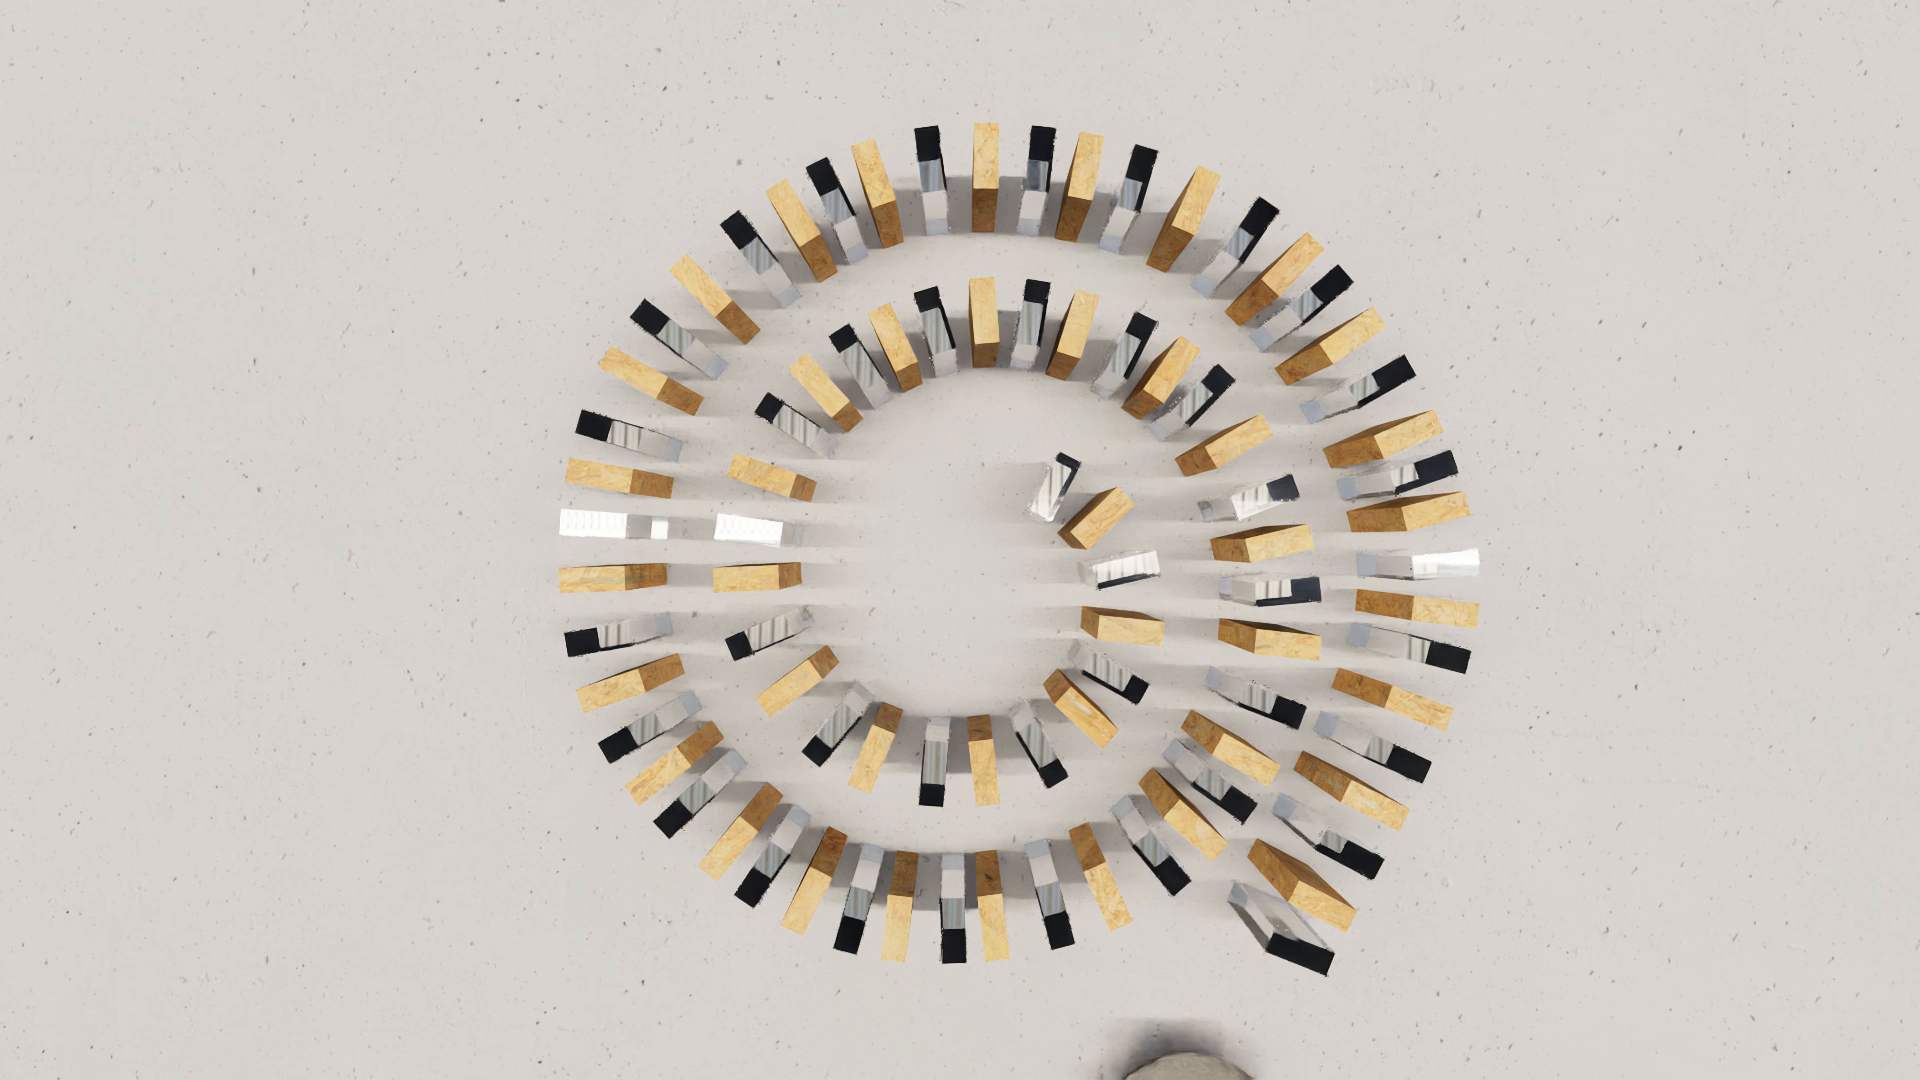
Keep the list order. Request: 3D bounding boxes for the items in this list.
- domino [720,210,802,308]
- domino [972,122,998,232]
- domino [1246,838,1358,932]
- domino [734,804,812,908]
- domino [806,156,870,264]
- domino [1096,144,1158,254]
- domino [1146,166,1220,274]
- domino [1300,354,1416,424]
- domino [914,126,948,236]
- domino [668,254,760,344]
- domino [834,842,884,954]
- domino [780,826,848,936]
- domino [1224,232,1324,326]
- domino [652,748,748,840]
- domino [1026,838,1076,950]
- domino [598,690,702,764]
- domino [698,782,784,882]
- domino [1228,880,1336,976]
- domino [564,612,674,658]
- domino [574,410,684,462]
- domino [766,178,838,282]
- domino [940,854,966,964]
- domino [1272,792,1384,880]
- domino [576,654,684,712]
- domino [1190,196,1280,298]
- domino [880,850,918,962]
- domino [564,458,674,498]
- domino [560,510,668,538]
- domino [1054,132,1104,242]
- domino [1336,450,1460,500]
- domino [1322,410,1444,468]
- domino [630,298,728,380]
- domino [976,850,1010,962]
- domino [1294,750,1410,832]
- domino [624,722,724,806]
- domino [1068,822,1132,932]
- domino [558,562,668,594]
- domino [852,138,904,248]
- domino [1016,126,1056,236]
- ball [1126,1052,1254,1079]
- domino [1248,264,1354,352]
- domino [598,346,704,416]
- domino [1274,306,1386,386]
[{"bbox_3d":[-0.081,-0.114,0.375,0.010,0.050,0.025,-38,90,0],"label":"domino"},{"bbox_3d":[0.010,-0.147,0.375,0.009,0.050,0.025,0,90,0],"label":"domino"},{"bbox_3d":[0.139,0.140,0.375,0.025,0.050,0.010,28,90,0],"label":"domino"},{"bbox_3d":[-0.076,0.128,0.375,0.009,0.050,0.025,35,90,0],"label":"domino"},{"bbox_3d":[-0.049,-0.133,0.375,0.010,0.050,0.025,-27,90,0],"label":"domino"},{"bbox_3d":[0.068,-0.138,0.375,0.010,0.050,0.025,17,90,0],"label":"domino"},{"bbox_3d":[0.090,-0.130,0.375,0.009,0.050,0.025,24,90,0],"label":"domino"},{"bbox_3d":[0.161,-0.061,0.375,0.025,0.050,0.010,-30,90,0],"label":"domino"},{"bbox_3d":[-0.011,-0.146,0.375,0.009,0.050,0.025,-8,90,0],"label":"domino"},{"bbox_3d":[-0.099,-0.097,0.375,0.009,0.050,0.025,-45,90,0],"label":"domino"},{"bbox_3d":[-0.041,0.145,0.375,0.009,0.050,0.025,16,90,0],"label":"domino"},{"bbox_3d":[-0.059,0.138,0.375,0.010,0.050,0.025,27,90,0],"label":"domino"},{"bbox_3d":[0.127,-0.105,0.375,0.009,0.050,0.025,44,90,0],"label":"domino"},{"bbox_3d":[-0.105,0.102,0.375,0.025,0.050,0.010,-43,90,0],"label":"domino"},{"bbox_3d":[0.036,0.144,0.375,0.010,0.050,0.025,-15,90,0],"label":"domino"},{"bbox_3d":[-0.125,0.075,0.375,0.025,0.050,0.010,-30,90,0],"label":"domino"},{"bbox_3d":[-0.089,0.118,0.375,0.010,0.050,0.025,40,90,0],"label":"domino"},{"bbox_3d":[0.130,0.158,0.375,0.025,0.050,0.009,22,90,0],"label":"domino"},{"bbox_3d":[-0.138,0.038,0.375,0.025,0.050,0.010,-10,90,0],"label":"domino"},{"bbox_3d":[-0.134,-0.042,0.375,0.025,0.050,0.009,16,90,0],"label":"domino"},{"bbox_3d":[-0.064,-0.125,0.375,0.009,0.050,0.025,-32,90,0],"label":"domino"},{"bbox_3d":[-0.003,0.149,0.375,0.009,0.050,0.025,-2,90,0],"label":"domino"},{"bbox_3d":[0.149,0.120,0.375,0.025,0.050,0.010,28,90,0],"label":"domino"},{"bbox_3d":[-0.133,0.058,0.375,0.025,0.050,0.010,-19,90,0],"label":"domino"},{"bbox_3d":[0.111,-0.118,0.375,0.009,0.050,0.025,34,90,0],"label":"domino"},{"bbox_3d":[-0.024,0.148,0.375,0.009,0.050,0.025,7,90,0],"label":"domino"},{"bbox_3d":[-0.138,-0.025,0.375,0.025,0.050,0.010,10,90,0],"label":"domino"},{"bbox_3d":[-0.140,-0.006,0.375,0.025,0.050,0.010,4,90,0],"label":"domino"},{"bbox_3d":[0.048,-0.143,0.375,0.009,0.050,0.025,11,90,0],"label":"domino"},{"bbox_3d":[0.177,-0.026,0.375,0.025,0.050,0.009,-19,90,0],"label":"domino"},{"bbox_3d":[0.172,-0.041,0.375,0.025,0.050,0.010,-24,90,0],"label":"domino"},{"bbox_3d":[-0.114,-0.081,0.375,0.025,0.050,0.010,38,90,0],"label":"domino"},{"bbox_3d":[0.013,0.148,0.375,0.009,0.050,0.025,-7,90,0],"label":"domino"},{"bbox_3d":[0.159,0.102,0.375,0.025,0.050,0.009,27,90,0],"label":"domino"},{"bbox_3d":[-0.115,0.090,0.375,0.025,0.050,0.009,-37,90,0],"label":"domino"},{"bbox_3d":[0.057,0.136,0.375,0.009,0.050,0.025,-24,90,0],"label":"domino"},{"bbox_3d":[-0.141,0.015,0.375,0.025,0.050,0.009,-2,90,0],"label":"domino"},{"bbox_3d":[-0.033,-0.140,0.375,0.009,0.050,0.025,-19,90,0],"label":"domino"},{"bbox_3d":[0.031,-0.146,0.375,0.009,0.050,0.025,6,90,0],"label":"domino"},{"bbox_3d":[0.094,0.247,0.360,0.080,0.080,0.080,0,90,0],"label":"ball"},{"bbox_3d":[0.138,-0.094,0.375,0.025,0.050,0.009,-41,90,0],"label":"domino"},{"bbox_3d":[-0.125,-0.064,0.375,0.025,0.050,0.010,29,90,0],"label":"domino"},{"bbox_3d":[0.150,-0.078,0.375,0.025,0.050,0.009,-35,90,0],"label":"domino"}]
